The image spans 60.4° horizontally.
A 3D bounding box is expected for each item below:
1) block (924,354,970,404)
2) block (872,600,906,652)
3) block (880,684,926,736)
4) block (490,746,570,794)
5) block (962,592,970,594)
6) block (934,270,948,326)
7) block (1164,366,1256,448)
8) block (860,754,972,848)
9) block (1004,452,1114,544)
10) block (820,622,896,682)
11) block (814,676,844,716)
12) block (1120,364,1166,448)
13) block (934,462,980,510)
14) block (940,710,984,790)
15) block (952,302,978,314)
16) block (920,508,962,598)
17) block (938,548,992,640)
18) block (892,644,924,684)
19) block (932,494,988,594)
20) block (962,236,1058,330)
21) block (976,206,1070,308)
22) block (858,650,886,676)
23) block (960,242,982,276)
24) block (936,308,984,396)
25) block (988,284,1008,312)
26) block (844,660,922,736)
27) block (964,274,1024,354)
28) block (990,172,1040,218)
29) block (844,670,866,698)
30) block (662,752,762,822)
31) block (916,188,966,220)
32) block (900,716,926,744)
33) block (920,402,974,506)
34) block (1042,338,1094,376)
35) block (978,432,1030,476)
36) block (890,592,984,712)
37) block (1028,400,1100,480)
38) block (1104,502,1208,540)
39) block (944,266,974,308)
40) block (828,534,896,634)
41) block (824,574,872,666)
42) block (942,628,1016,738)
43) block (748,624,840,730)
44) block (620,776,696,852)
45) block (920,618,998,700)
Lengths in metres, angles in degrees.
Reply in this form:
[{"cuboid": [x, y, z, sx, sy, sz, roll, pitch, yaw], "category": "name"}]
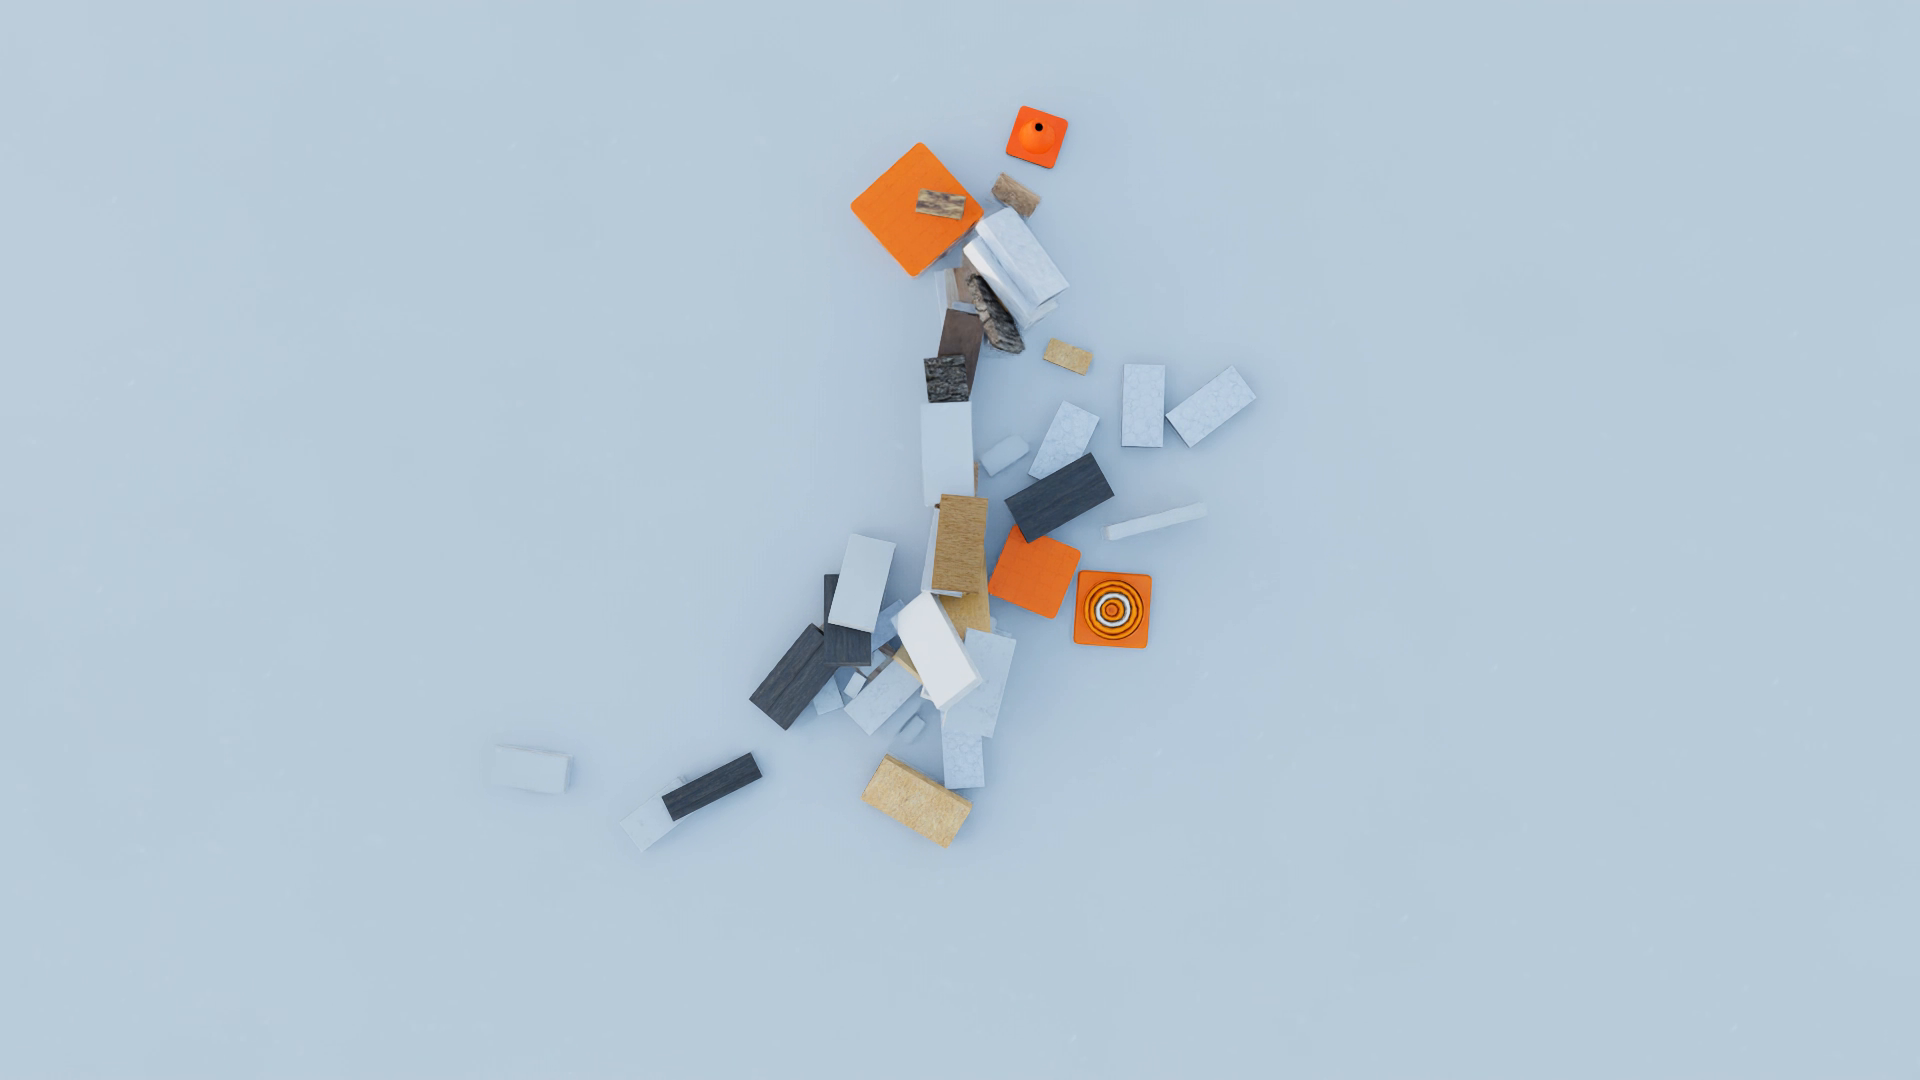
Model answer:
[{"cuboid": [-0.038, -0.471, 5.439, 0.133, 0.038, 0.266, -7, 109, 0], "category": "block"}, {"cuboid": [-0.247, 0.286, 5.459, 0.183, 0.026, 0.091, -35, 84, -15], "category": "block"}, {"cuboid": [-0.184, 0.510, 5.481, 0.131, 0.037, 0.263, 42, 90, 0], "category": "block"}, {"cuboid": [-1.429, 0.765, 5.483, 0.246, 0.035, 0.123, 9, 90, 0], "category": "block"}, {"cuboid": [-0.015, 0.037, 5.430, 0.135, 0.038, 0.270, 9, 68, 2], "category": "block"}, {"cuboid": [-0.025, -0.731, 5.489, 0.076, 0.021, 0.333, -8, 90, 0], "category": "block"}, {"cuboid": [0.832, -0.443, 5.481, 0.276, 0.038, 0.135, -37, 90, 0], "category": "block"}, {"cuboid": [-0.144, 0.865, 5.458, 0.332, 0.047, 0.166, 30, 103, 0], "category": "block"}, {"cuboid": [0.327, -0.139, 5.436, 0.326, 0.046, 0.163, -29, 92, -3], "category": "block"}, {"cuboid": [-0.341, 0.346, 5.481, 0.263, 0.037, 0.131, 41, 90, 0], "category": "block"}, {"cuboid": [-0.458, 0.481, 5.487, 0.091, 0.026, 0.183, -19, 90, 0], "category": "block"}, {"cuboid": [0.608, -0.445, 5.481, 0.135, 0.038, 0.271, 2, 90, 0], "category": "block"}, {"cuboid": [-0.014, -0.127, 5.442, 0.135, 0.038, 0.270, 4, 73, 0], "category": "block"}, {"cuboid": [0.008, 0.690, 5.481, 0.131, 0.037, 0.263, -4, 90, 0], "category": "block"}, {"cuboid": [0.010, -0.696, 5.447, 0.087, 0.025, 0.174, 8, 103, 0], "category": "block"}, {"cuboid": [-0.039, 0.042, 5.356, 0.135, 0.038, 0.270, 9, 79, 1], "category": "block"}, {"cuboid": [0.011, 0.193, 5.417, 0.162, 0.046, 0.325, -3, 69, -3], "category": "block"}, {"cuboid": [-0.044, 0.430, 5.440, 0.332, 0.047, 0.166, 41, 66, -2], "category": "block"}, {"cuboid": [0.000, 0.012, 5.321, 0.153, 0.043, 0.307, 6, 79, 0], "category": "block"}, {"cuboid": [0.166, -0.863, 5.426, 0.329, 0.047, 0.165, 53, 45, 0], "category": "block"}, {"cuboid": [0.206, -0.932, 5.427, 0.165, 0.047, 0.329, -36, 90, -43], "category": "block"}, {"cuboid": [-0.291, 0.405, 5.456, 0.090, 0.013, 0.045, -43, 90, 0], "category": "block"}, {"cuboid": [0.041, -0.910, 5.489, 0.076, 0.021, 0.151, 4, 90, 0], "category": "block"}, {"cuboid": [-0.005, -0.618, 5.432, 0.133, 0.038, 0.266, 12, 109, -1], "category": "block"}, {"cuboid": [0.138, -0.835, 5.449, 0.025, 0.087, 0.174, -35, 83, 34], "category": "block"}, {"cuboid": [-0.253, 0.515, 5.445, 0.246, 0.035, 0.123, -44, 90, 0], "category": "block"}, {"cuboid": [0.114, -0.738, 5.390, 0.038, 0.133, 0.266, -34, 65, 30], "category": "block"}, {"cuboid": [0.183, -1.141, 5.466, 0.156, 0.022, 0.078, 34, 132, 0], "category": "block"}, {"cuboid": [-0.347, 0.481, 5.474, 0.045, 0.013, 0.090, 33, 115, 4], "category": "block"}, {"cuboid": [-0.821, 0.817, 5.463, 0.323, 0.026, 0.091, -26, 88, -8], "category": "block"}, {"cuboid": [-0.063, -1.103, 5.424, 0.156, 0.022, 0.078, 10, 90, 3], "category": "block"}, {"cuboid": [-0.158, 0.630, 5.494, 0.045, 0.013, 0.090, 39, 90, 0], "category": "block"}, {"cuboid": [-0.041, -0.283, 5.400, 0.165, 0.047, 0.329, -2, 89, -1], "category": "block"}, {"cuboid": [0.360, -0.610, 5.489, 0.151, 0.021, 0.076, 22, 90, 0], "category": "block"}, {"cuboid": [0.147, -0.286, 5.489, 0.156, 0.022, 0.078, -34, 90, 0], "category": "block"}, {"cuboid": [-0.076, 0.352, 5.307, 0.166, 0.047, 0.369, -39, 58, 16], "category": "block"}, {"cuboid": [0.344, -0.312, 5.481, 0.135, 0.038, 0.271, 25, 90, 0], "category": "block"}, {"cuboid": [0.642, -0.062, 5.419, 0.326, 0.163, 0.046, -14, 90, 0], "category": "block"}, {"cuboid": [-0.002, -0.814, 5.466, 0.087, 0.025, 0.174, -5, 90, 0], "category": "block"}, {"cuboid": [-0.322, 0.141, 5.420, 0.153, 0.043, 0.307, 13, 67, 0], "category": "block"}, {"cuboid": [-0.369, 0.263, 5.415, 0.153, 0.043, 0.307, 0, 67, -4], "category": "block"}, {"cuboid": [0.062, 0.459, 5.318, 0.162, 0.046, 0.325, 14, 90, -7], "category": "block"}, {"cuboid": [-0.532, 0.452, 5.453, 0.163, 0.046, 0.326, 40, 97, 4], "category": "block"}, {"cuboid": [-0.995, 0.912, 5.483, 0.246, 0.035, 0.123, -37, 90, 0], "category": "block"}, {"cuboid": [-0.003, 0.386, 5.410, 0.162, 0.046, 0.325, 21, 69, -7], "category": "block"}]
